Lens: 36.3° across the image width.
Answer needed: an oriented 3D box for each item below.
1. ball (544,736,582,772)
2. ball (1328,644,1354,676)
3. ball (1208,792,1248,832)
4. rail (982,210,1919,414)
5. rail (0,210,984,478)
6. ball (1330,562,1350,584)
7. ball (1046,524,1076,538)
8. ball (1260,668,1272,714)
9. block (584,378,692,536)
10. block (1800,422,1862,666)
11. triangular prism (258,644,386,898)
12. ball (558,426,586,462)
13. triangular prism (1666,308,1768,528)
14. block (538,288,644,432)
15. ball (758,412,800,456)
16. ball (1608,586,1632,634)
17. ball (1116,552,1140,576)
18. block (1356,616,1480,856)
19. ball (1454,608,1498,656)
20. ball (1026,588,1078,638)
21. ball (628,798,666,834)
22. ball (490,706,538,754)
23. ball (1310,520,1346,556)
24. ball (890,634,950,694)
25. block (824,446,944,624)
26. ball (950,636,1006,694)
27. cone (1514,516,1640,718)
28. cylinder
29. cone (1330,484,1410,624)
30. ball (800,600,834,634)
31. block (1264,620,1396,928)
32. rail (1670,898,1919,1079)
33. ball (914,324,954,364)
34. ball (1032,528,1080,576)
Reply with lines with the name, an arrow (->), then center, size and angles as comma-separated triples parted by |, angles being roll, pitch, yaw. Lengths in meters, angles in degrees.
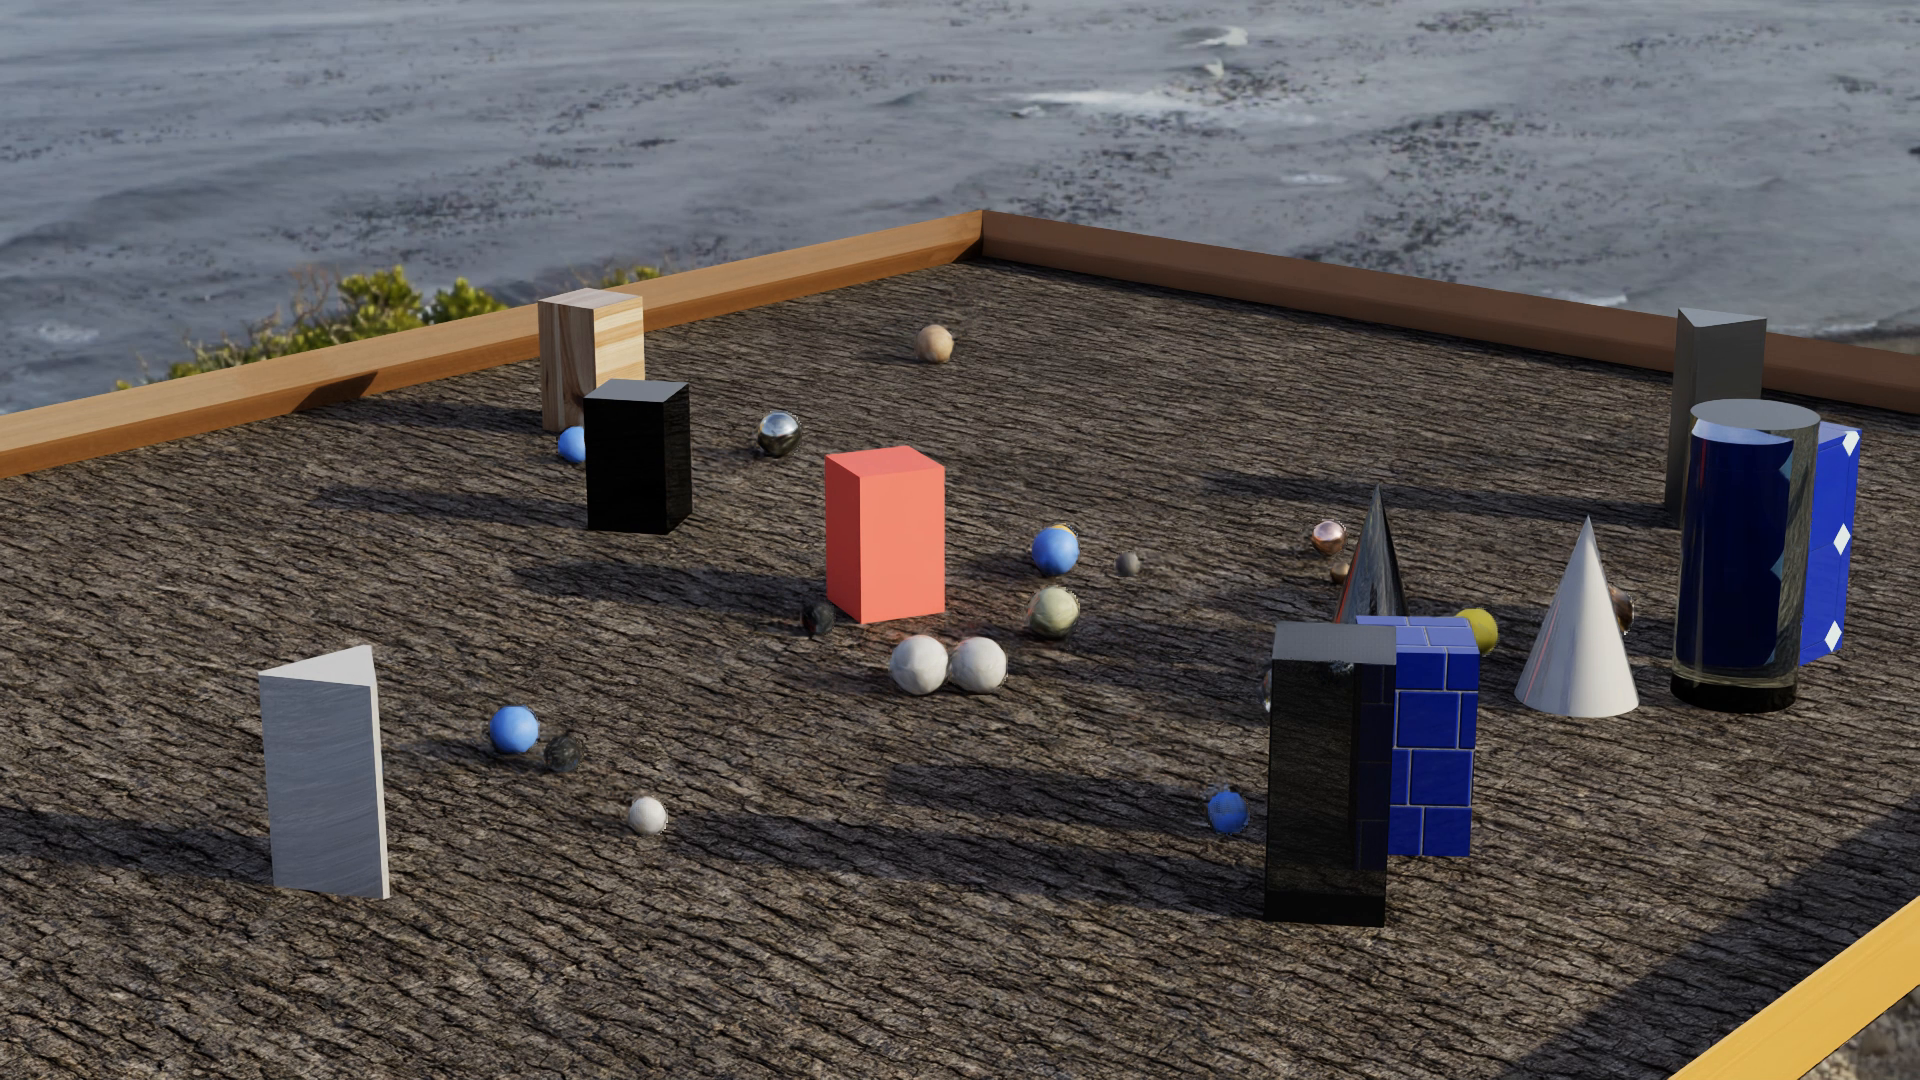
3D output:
ball -> -0.584, 0.314, 4.311 | 0.054, 0.054, 0.054 | 0, 17, 0
ball -> 0.617, 0.194, 4.719 | 0.050, 0.050, 0.050 | 0, 17, 0
ball -> 0.373, 0.379, 4.091 | 0.057, 0.057, 0.057 | 0, 17, 0
rail -> 1.505, -0.469, 6.780 | 3.869, 0.126, 0.045 | 14, 22, 39
rail -> -1.443, -0.330, 6.319 | 0.045, 0.126, 4.639 | 14, 22, 39
ball -> 0.674, 0.059, 5.182 | 0.040, 0.040, 0.040 | 0, 17, 0
ball -> 0.178, 0.006, 5.309 | 0.068, 0.068, 0.068 | 0, 17, 0
ball -> 0.510, 0.233, 4.505 | 0.097, 0.097, 0.097 | 0, 17, 0
block -> -0.606, -0.158, 5.527 | 0.155, 0.256, 0.155 | 4, 17, 12
block -> 1.350, -0.001, 4.802 | 0.155, 0.374, 0.155 | -16, 23, -42
triangular prism -> -0.818, 0.304, 3.921 | 0.168, 0.299, 0.146 | 5, 17, 16
ball -> -0.781, -0.194, 5.962 | 0.073, 0.073, 0.073 | 0, 17, 0
triangular prism -> 1.398, -0.235, 5.551 | 0.168, 0.390, 0.146 | -9, 19, -26
block -> -0.778, -0.375, 6.206 | 0.155, 0.279, 0.155 | 11, 20, 33
ball -> -0.371, -0.217, 6.012 | 0.090, 0.090, 0.090 | 0, 17, 0
ball -> 1.074, 0.121, 4.887 | 0.092, 0.092, 0.092 | 0, 17, 0
ball -> 0.299, 0.044, 5.228 | 0.042, 0.042, 0.042 | 0, 17, 0
block -> 0.624, 0.269, 4.047 | 0.155, 0.293, 0.155 | 1, 17, 4
ball -> 0.843, 0.151, 4.810 | 0.079, 0.079, 0.079 | 0, 17, 0
ball -> 0.155, 0.122, 4.895 | 0.086, 0.086, 0.086 | 0, 17, 0
ball -> -0.436, 0.384, 4.082 | 0.052, 0.052, 0.052 | 0, 17, 0
ball -> -0.667, 0.284, 4.380 | 0.073, 0.073, 0.073 | 0, 17, 0
ball -> 0.671, -0.003, 5.347 | 0.063, 0.063, 0.063 | 0, 17, 0
ball -> -0.063, 0.197, 4.630 | 0.095, 0.095, 0.095 | 0, 17, 0
block -> -0.129, -0.011, 5.036 | 0.155, 0.258, 0.155 | -8, 18, -24
ball -> 0.029, 0.198, 4.636 | 0.090, 0.090, 0.090 | 0, 17, 0
cone -> 0.974, 0.103, 4.586 | 0.194, 0.300, 0.194 | 0, 17, 0
cylinder -> 1.224, 0.024, 4.579 | 0.194, 0.455, 0.194 | 0, 17, 0
cone -> 0.643, 0.079, 4.563 | 0.194, 0.358, 0.194 | 0, 17, 0
ball -> -0.239, 0.129, 4.920 | 0.056, 0.056, 0.056 | 0, 17, 0
block -> 0.482, 0.303, 3.818 | 0.155, 0.360, 0.155 | 2, 17, 8
rail -> 1.443, 0.393, 3.921 | 0.045, 0.126, 4.639 | 14, 22, 39
ball -> -0.060, -0.454, 6.798 | 0.089, 0.089, 0.089 | 0, 17, 0
ball -> 0.170, 0.020, 5.232 | 0.085, 0.085, 0.085 | 0, 17, 0
